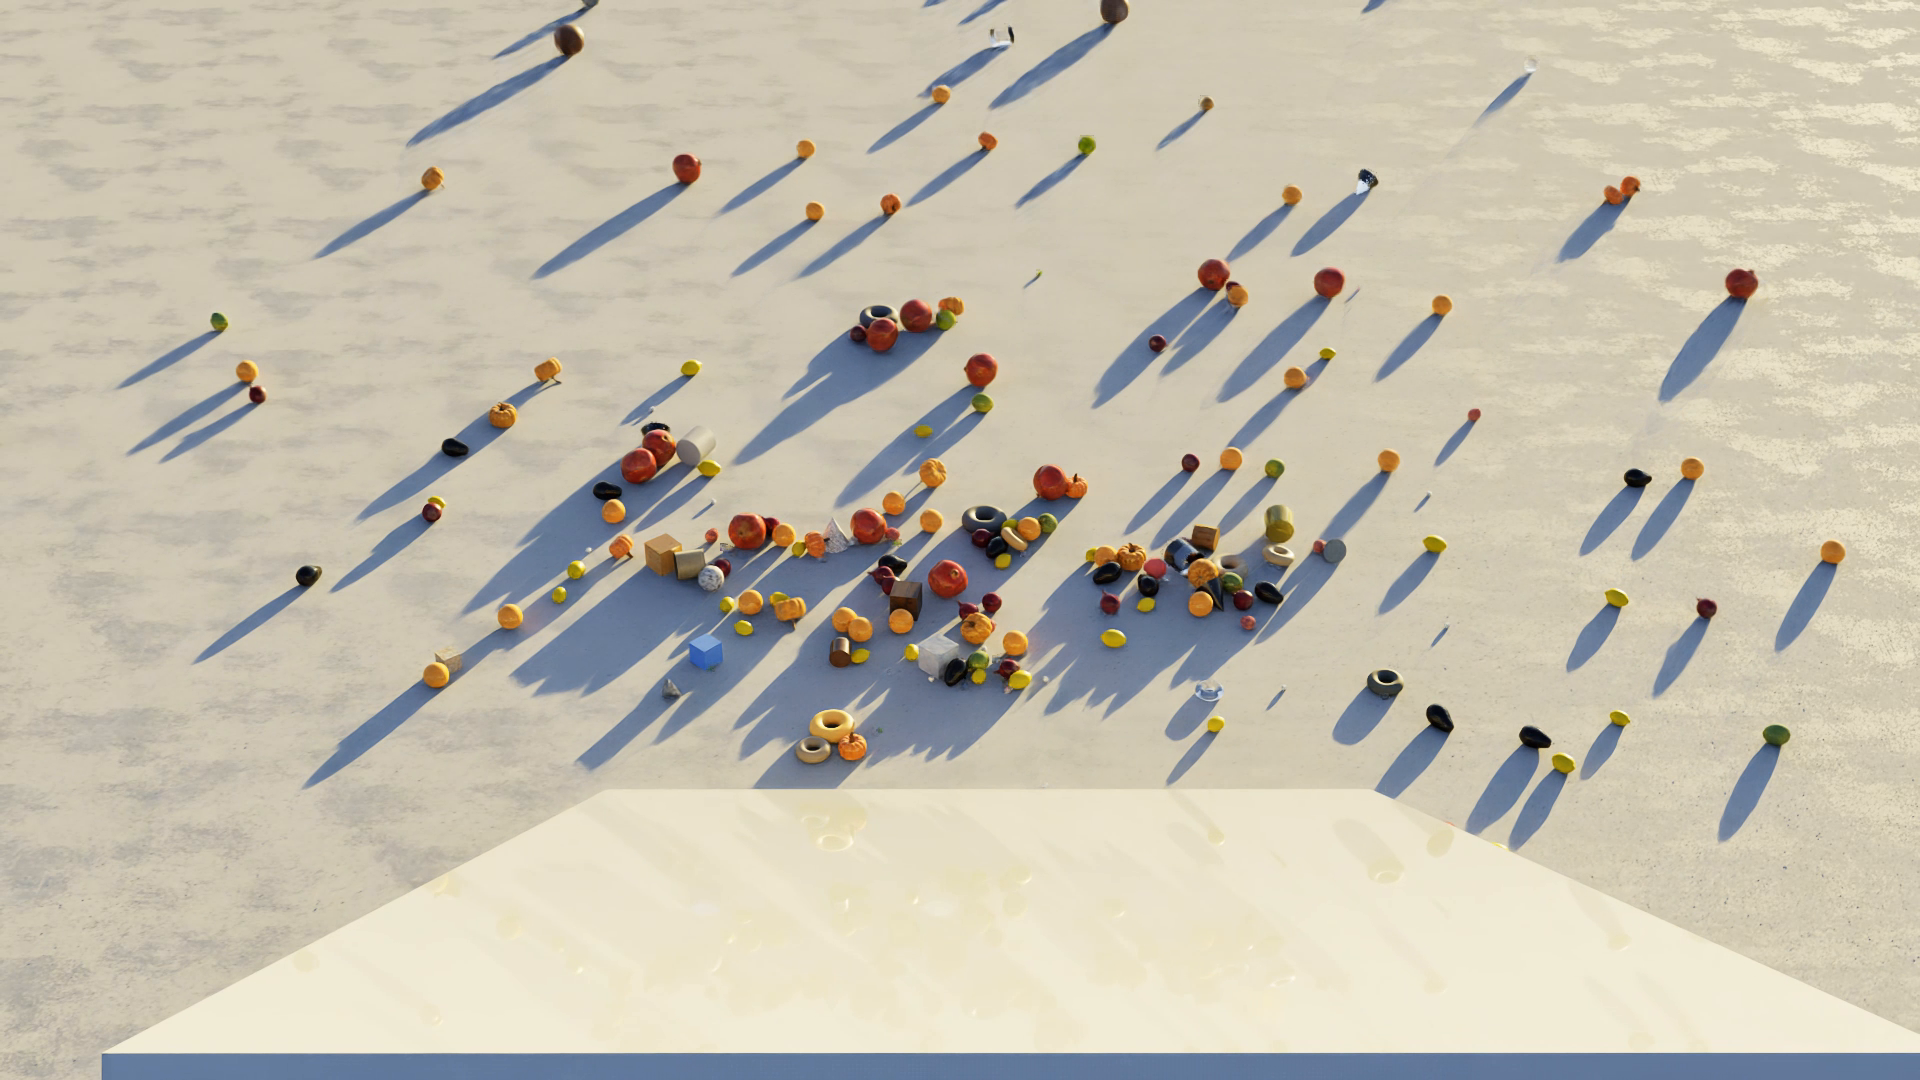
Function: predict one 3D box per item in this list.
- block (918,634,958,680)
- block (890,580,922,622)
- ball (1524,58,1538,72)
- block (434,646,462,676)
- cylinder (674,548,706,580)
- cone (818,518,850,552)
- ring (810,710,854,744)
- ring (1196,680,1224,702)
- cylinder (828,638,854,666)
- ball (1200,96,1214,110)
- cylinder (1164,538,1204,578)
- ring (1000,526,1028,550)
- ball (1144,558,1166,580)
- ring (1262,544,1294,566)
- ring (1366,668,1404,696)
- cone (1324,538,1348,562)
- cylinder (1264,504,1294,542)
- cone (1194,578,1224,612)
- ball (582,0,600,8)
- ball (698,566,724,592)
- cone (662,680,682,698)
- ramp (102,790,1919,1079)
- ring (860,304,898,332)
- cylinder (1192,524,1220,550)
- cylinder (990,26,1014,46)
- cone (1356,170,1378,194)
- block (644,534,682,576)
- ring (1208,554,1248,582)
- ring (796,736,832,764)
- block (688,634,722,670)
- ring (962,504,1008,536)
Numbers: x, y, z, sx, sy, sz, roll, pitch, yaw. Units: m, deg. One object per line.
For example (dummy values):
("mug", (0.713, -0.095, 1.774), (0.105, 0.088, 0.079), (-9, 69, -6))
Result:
("block", (-0.061, 0.329, 7.347), (0.080, 0.080, 0.080), (29, 44, 36))
("block", (-0.158, 0.176, 7.572), (0.081, 0.081, 0.081), (5, 34, 8))
("ball", (2.373, -1.971, 10.775), (0.060, 0.060, 0.060), (0, 34, 0))
("block", (-1.450, 0.341, 7.354), (0.052, 0.052, 0.052), (-25, 42, -32))
("cylinder", (-0.803, 0.073, 7.723), (0.084, 0.084, 0.084), (-8, 35, -12))
("cone", (-0.384, -0.029, 7.862), (0.098, 0.098, 0.098), (0, 34, 0))
("ring", (-0.350, 0.511, 7.112), (0.126, 0.042, 0.126), (-1, 34, 1))
("ring", (0.698, 0.421, 7.259), (0.082, 0.027, 0.082), (-1, 34, 1))
("cylinder", (-0.339, 0.320, 7.378), (0.062, 0.062, 0.062), (7, 54, 10))
("ball", (0.997, -1.762, 10.469), (0.055, 0.055, 0.055), (0, 34, 0))
("cylinder", (0.670, 0.055, 7.746), (0.088, 0.088, 0.088), (-19, 38, -26))
("ring", (0.164, -0.003, 7.848), (0.095, 0.032, 0.095), (36, 15, -11))
("ball", (0.582, 0.086, 7.720), (0.066, 0.066, 0.066), (0, 34, 0))
("ring", (0.956, 0.046, 7.795), (0.099, 0.033, 0.099), (12, 24, -6))
("ring", (1.194, 0.399, 7.285), (0.104, 0.035, 0.104), (-1, 35, 0))
("cone", (1.120, 0.029, 7.834), (0.074, 0.074, 0.074), (-11, 4, -15))
("cylinder", (0.971, -0.050, 7.904), (0.085, 0.085, 0.085), (3, 37, 4))
("cone", (0.751, 0.174, 7.612), (0.092, 0.092, 0.092), (-18, 64, -25))
("ball", (-1.616, -2.372, 11.349), (0.082, 0.082, 0.082), (0, 34, 0))
("ball", (-0.736, 0.114, 7.670), (0.076, 0.076, 0.076), (0, 34, 0))
("cone", (-0.800, 0.424, 7.256), (0.054, 0.054, 0.054), (22, 31, -15))
("ramp", (0.075, 0.652, 4.793), (2.000, 0.100, 4.000), (0, -1, 0))
("ring", (-0.281, -0.772, 9.010), (0.139, 0.046, 0.139), (0, 35, 0))
("cylinder", (0.743, -0.009, 7.858), (0.070, 0.070, 0.070), (11, 36, 16))
("cylinder", (0.176, -2.135, 11.001), (0.078, 0.078, 0.078), (-14, 36, -19))
("cone", (1.529, -1.343, 9.862), (0.089, 0.089, 0.089), (25, 68, 33))
("block", (-0.887, 0.044, 7.770), (0.080, 0.080, 0.080), (-26, 42, -33))
("ring", (0.800, 0.084, 7.746), (0.122, 0.041, 0.122), (1, 35, -1))
("ring", (-0.398, 0.569, 7.035), (0.098, 0.033, 0.098), (-1, 34, 1))
("block", (-0.722, 0.318, 7.377), (0.066, 0.066, 0.066), (28, 43, 35))
("ring", (0.074, -0.060, 7.955), (0.141, 0.047, 0.141), (1, 33, 0))
